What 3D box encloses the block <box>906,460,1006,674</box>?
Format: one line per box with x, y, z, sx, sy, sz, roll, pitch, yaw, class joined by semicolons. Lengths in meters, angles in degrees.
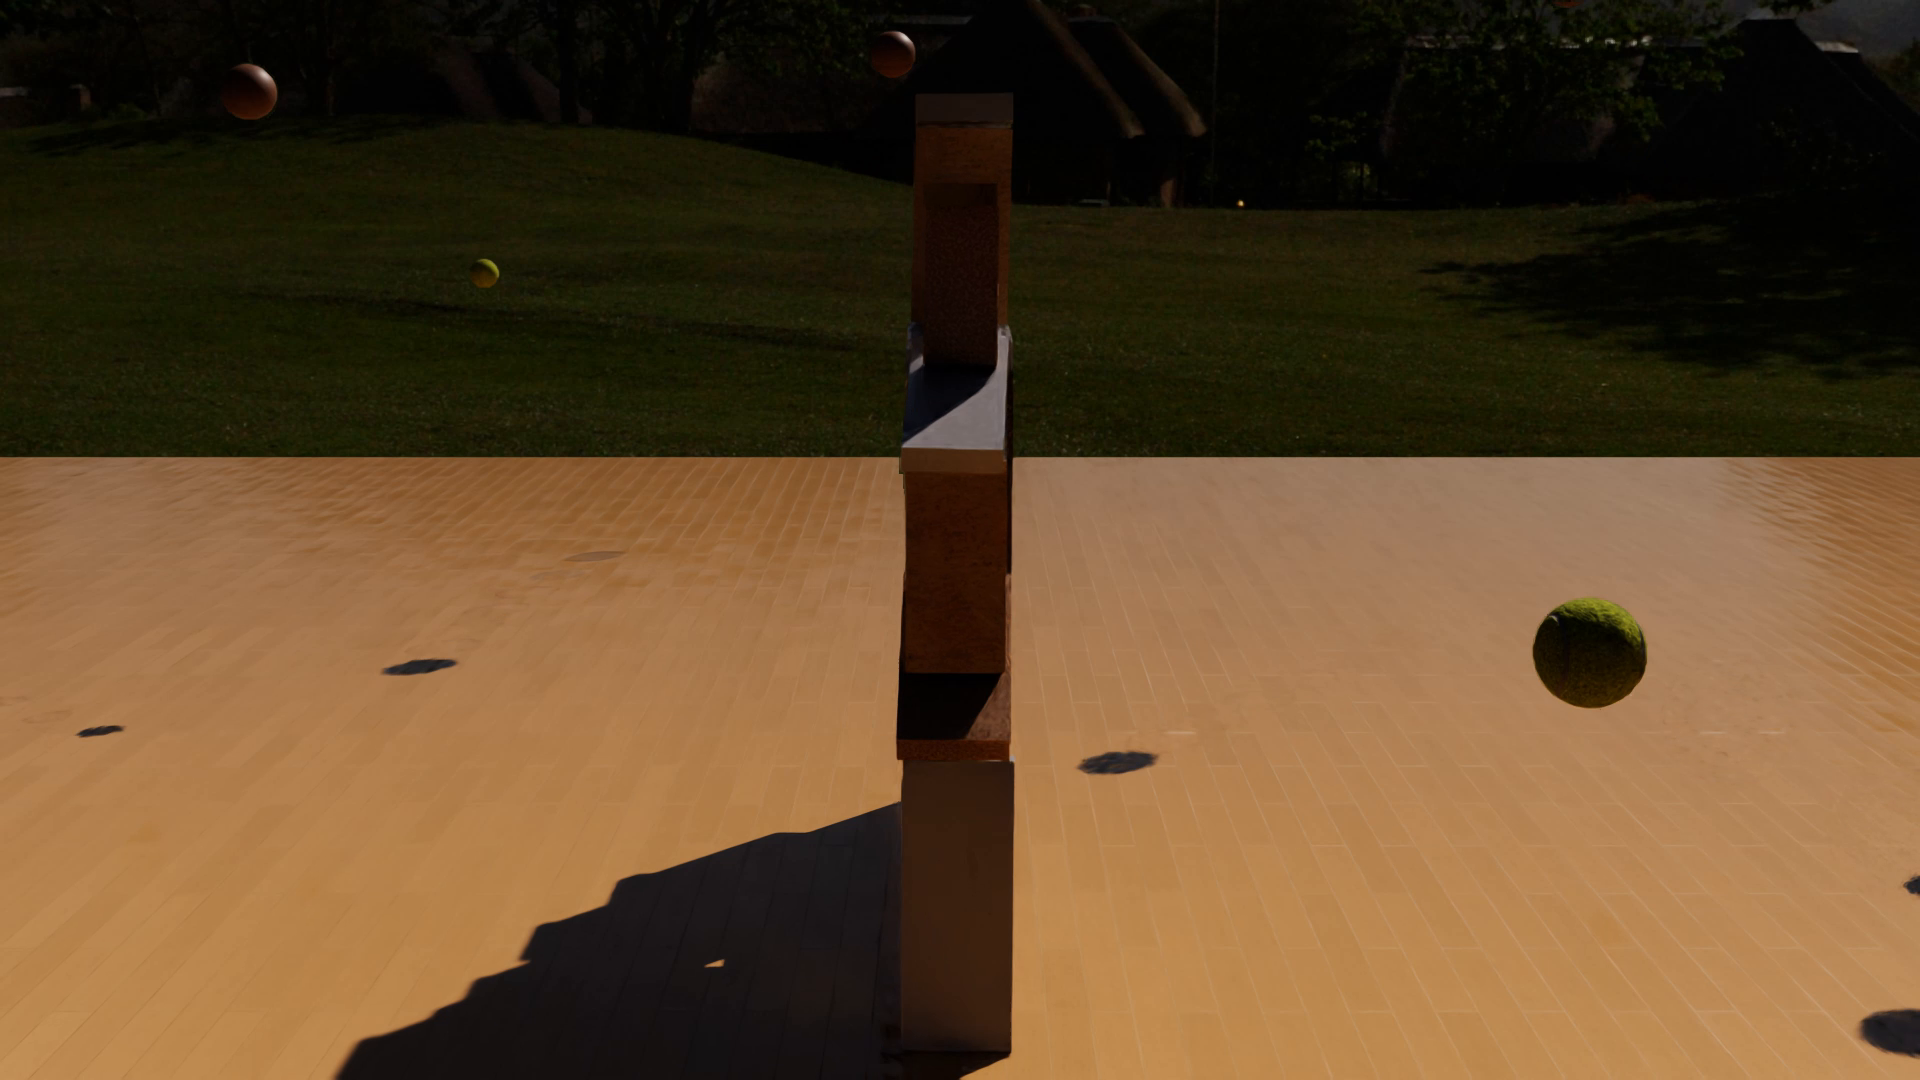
-0.005;0.036;3.004;0.136;0.289;0.039;0;7;0;block

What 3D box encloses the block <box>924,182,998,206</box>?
0.000;-0.492;3.127;0.102;0.029;0.203;1;9;0;block

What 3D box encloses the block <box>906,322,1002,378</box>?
-0.008;-0.290;3.334;0.144;0.041;0.288;0;14;0;block

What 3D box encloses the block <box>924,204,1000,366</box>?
0.002;-0.354;3.063;0.102;0.221;0.029;1;2;1;block

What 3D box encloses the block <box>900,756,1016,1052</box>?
-0.003;0.501;3.032;0.153;0.405;0.043;1;5;1;block

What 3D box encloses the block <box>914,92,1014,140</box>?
0.003;-0.667;3.479;0.149;0.042;0.297;-1;4;-2;block

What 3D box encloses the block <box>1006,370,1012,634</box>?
0.004;-0.064;3.583;0.161;0.432;0.046;0;11;0;block

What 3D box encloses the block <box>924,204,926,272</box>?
-0.001;-0.388;3.214;0.102;0.203;0.029;1;10;0;block

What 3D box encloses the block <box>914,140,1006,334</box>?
0.000;-0.496;3.607;0.148;0.315;0.042;0;10;0;block

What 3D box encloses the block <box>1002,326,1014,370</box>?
0.004;-0.319;3.644;0.161;0.046;0.321;0;10;0;block

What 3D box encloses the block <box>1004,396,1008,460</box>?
-0.001;-0.089;3.152;0.136;0.273;0.039;0;7;1;block

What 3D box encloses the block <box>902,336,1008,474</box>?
-0.004;-0.190;3.043;0.136;0.039;0.273;1;38;2;block

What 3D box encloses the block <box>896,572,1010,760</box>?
-0.007;0.173;3.076;0.153;0.043;0.307;1;46;1;block

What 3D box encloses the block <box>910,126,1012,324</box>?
0.002;-0.487;3.407;0.148;0.297;0.042;1;9;-2;block

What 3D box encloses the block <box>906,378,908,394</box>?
-0.006;-0.105;3.274;0.144;0.288;0.041;0;11;0;block
